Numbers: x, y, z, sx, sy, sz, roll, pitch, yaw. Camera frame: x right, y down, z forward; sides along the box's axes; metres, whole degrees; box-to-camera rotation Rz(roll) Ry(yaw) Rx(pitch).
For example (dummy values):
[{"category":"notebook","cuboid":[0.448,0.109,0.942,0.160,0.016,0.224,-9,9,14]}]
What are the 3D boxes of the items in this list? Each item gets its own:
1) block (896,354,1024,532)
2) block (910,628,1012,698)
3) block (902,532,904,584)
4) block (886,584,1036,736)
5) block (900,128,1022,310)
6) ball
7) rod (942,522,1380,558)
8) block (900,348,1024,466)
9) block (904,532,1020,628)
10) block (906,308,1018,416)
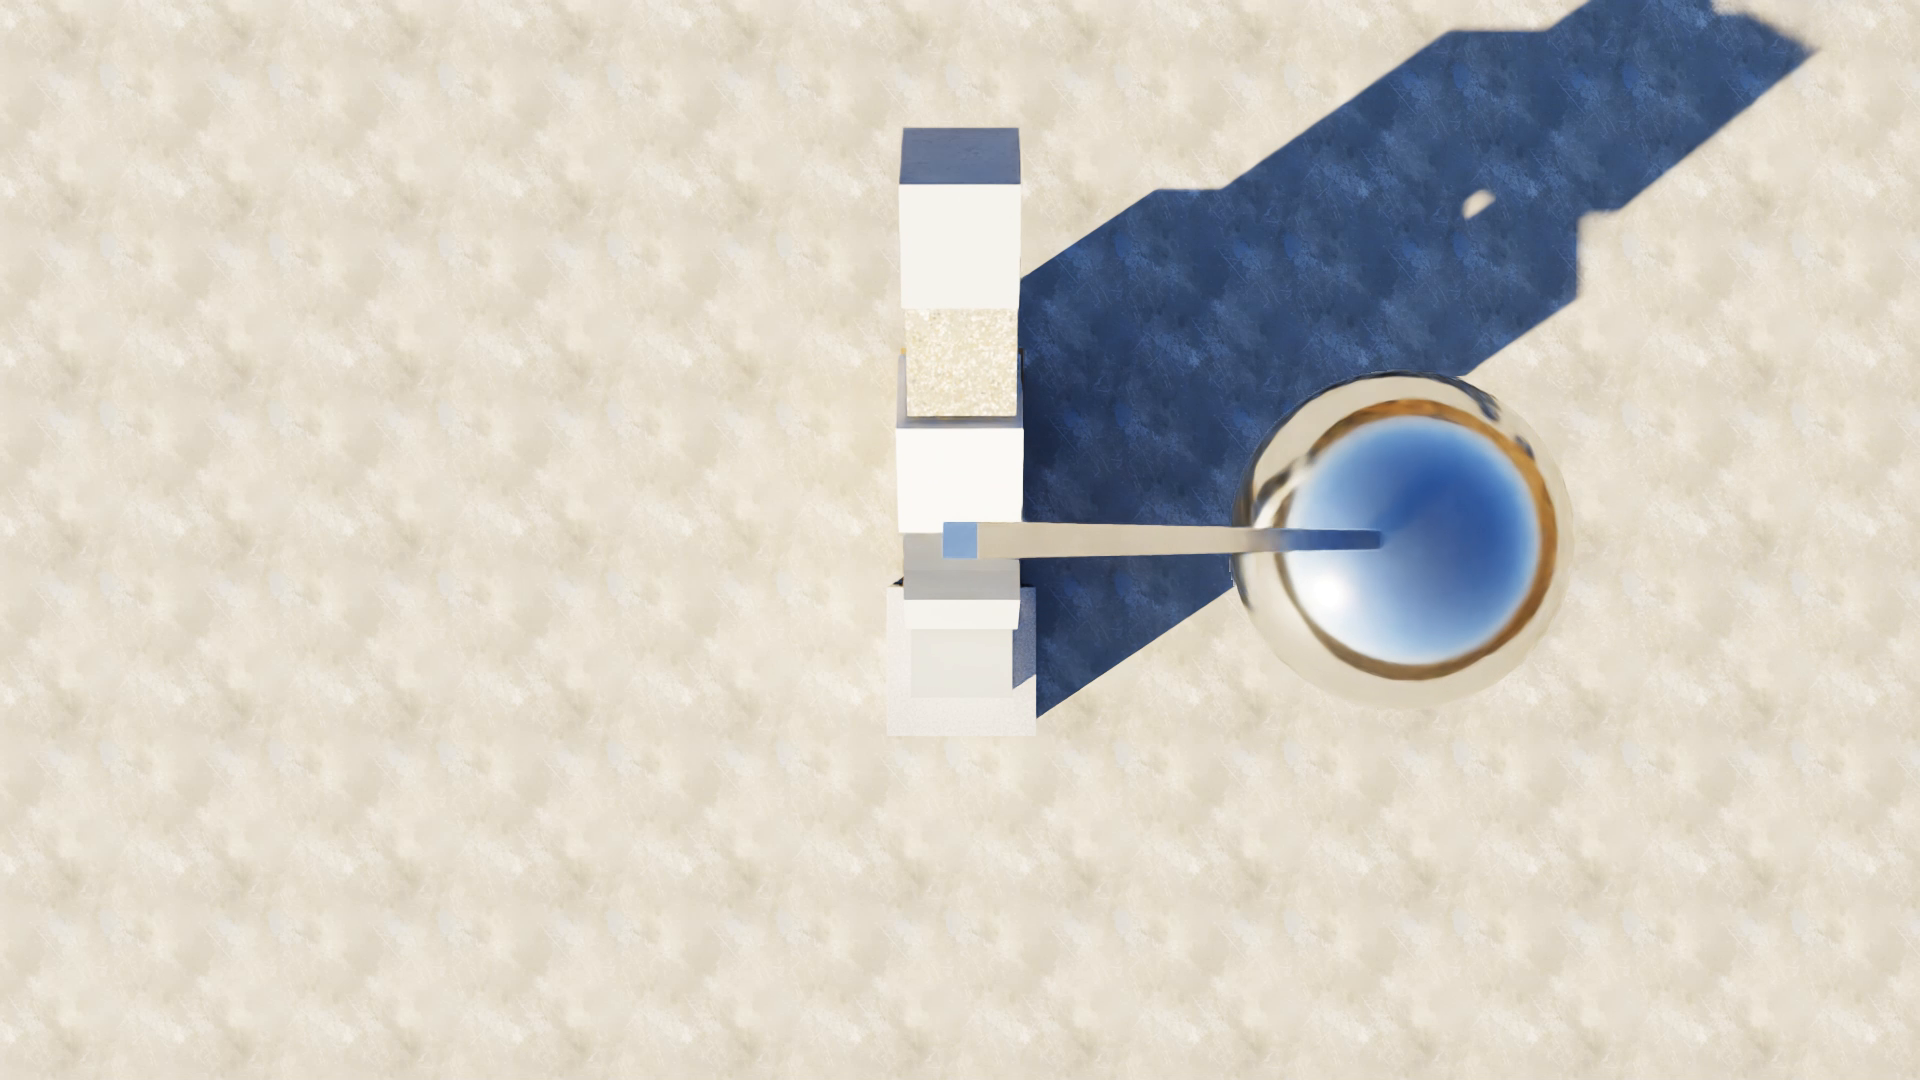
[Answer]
[{"category":"block","cuboid":[-0.001,-0.476,10.872,0.606,0.591,0.652,0,131,0]},{"category":"block","cuboid":[0.008,0.551,11.882,0.536,0.487,0.571,0,90,0]},{"category":"block","cuboid":[0.007,-0.084,12.683,0.662,0.634,0.669,0,90,0]},{"category":"block","cuboid":[0.007,0.671,12.563,0.822,0.875,0.820,0,90,0]},{"category":"block","cuboid":[0.004,-1.480,10.107,0.538,0.560,0.634,0,127,1]},{"category":"ball","cuboid":[2.074,0.000,10.368,1.600,1.600,1.600,0,90,0]},{"category":"rod","cuboid":[0.899,0.000,7.178,0.080,5.200,0.080,0,90,20]},{"category":"block","cuboid":[0.012,-0.755,12.700,0.698,0.601,0.652,0,90,0]},{"category":"block","cuboid":[0.009,0.123,11.412,0.587,0.520,0.552,0,72,0]},{"category":"block","cuboid":[0.007,-0.977,10.467,0.515,0.489,0.602,0,127,0]}]
